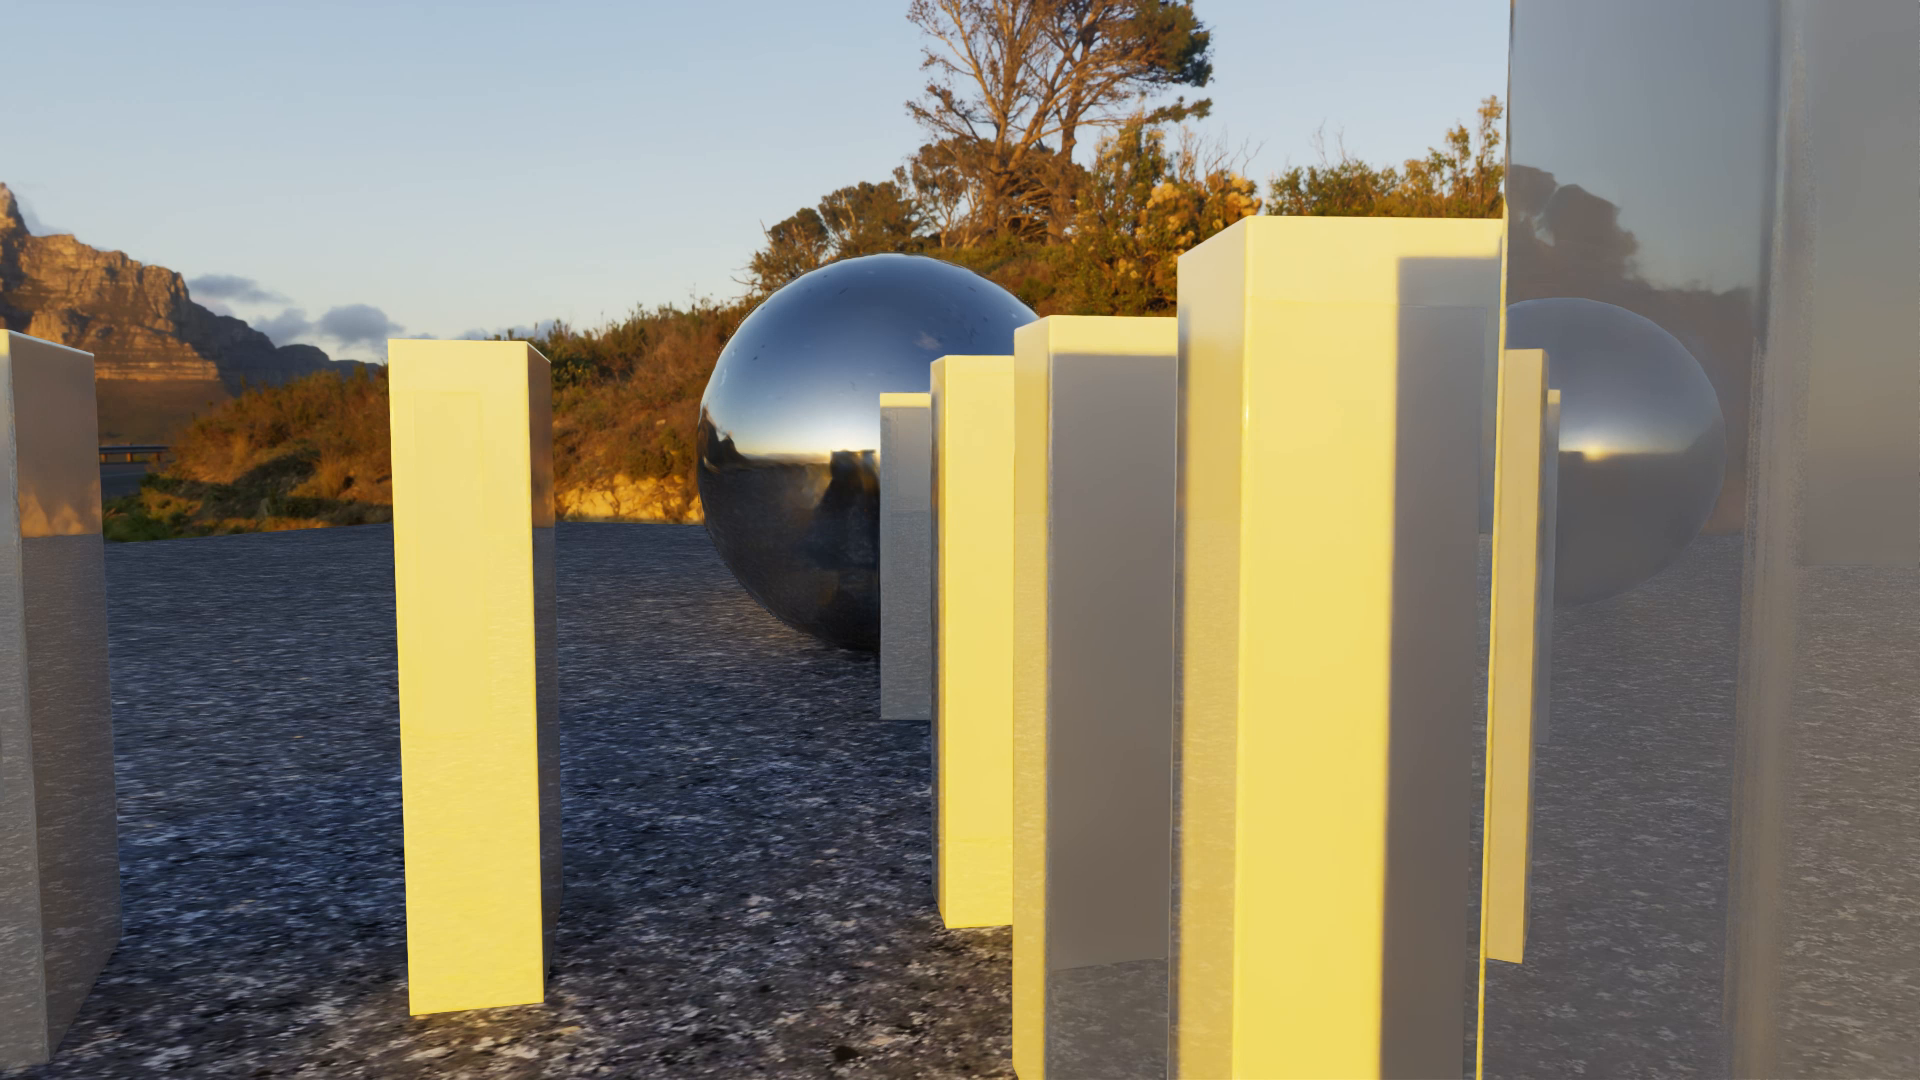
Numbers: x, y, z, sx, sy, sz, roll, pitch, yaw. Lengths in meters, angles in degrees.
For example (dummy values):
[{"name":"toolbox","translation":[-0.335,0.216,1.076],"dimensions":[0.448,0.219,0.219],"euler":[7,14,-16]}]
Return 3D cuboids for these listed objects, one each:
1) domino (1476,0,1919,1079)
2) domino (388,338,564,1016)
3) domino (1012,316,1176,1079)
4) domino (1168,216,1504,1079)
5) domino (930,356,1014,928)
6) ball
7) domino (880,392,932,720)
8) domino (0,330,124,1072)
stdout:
[{"name":"domino","translation":[0.020,0.016,0.016],"dimensions":[0.025,0.050,0.009],"euler":[1,4,9]},{"name":"domino","translation":[-0.039,0.010,0.107],"dimensions":[0.010,0.050,0.025],"euler":[-1,4,-14]},{"name":"domino","translation":[0.017,0.011,0.084],"dimensions":[0.025,0.050,0.010],"euler":[-1,4,-10]},{"name":"domino","translation":[0.022,0.014,0.050],"dimensions":[0.025,0.050,0.009],"euler":[0,4,-4]},{"name":"domino","translation":[0.010,0.009,0.118],"dimensions":[0.025,0.050,0.009],"euler":[-1,4,-9]},{"name":"ball","translation":[-0.013,-0.017,0.259],"dimensions":[0.080,0.080,0.080],"euler":[0,4,0]},{"name":"domino","translation":[0.000,0.002,0.199],"dimensions":[0.025,0.050,0.010],"euler":[0,8,-2]},{"name":"domino","translation":[-0.072,0.010,0.096],"dimensions":[0.010,0.050,0.025],"euler":[-2,5,-23]}]
